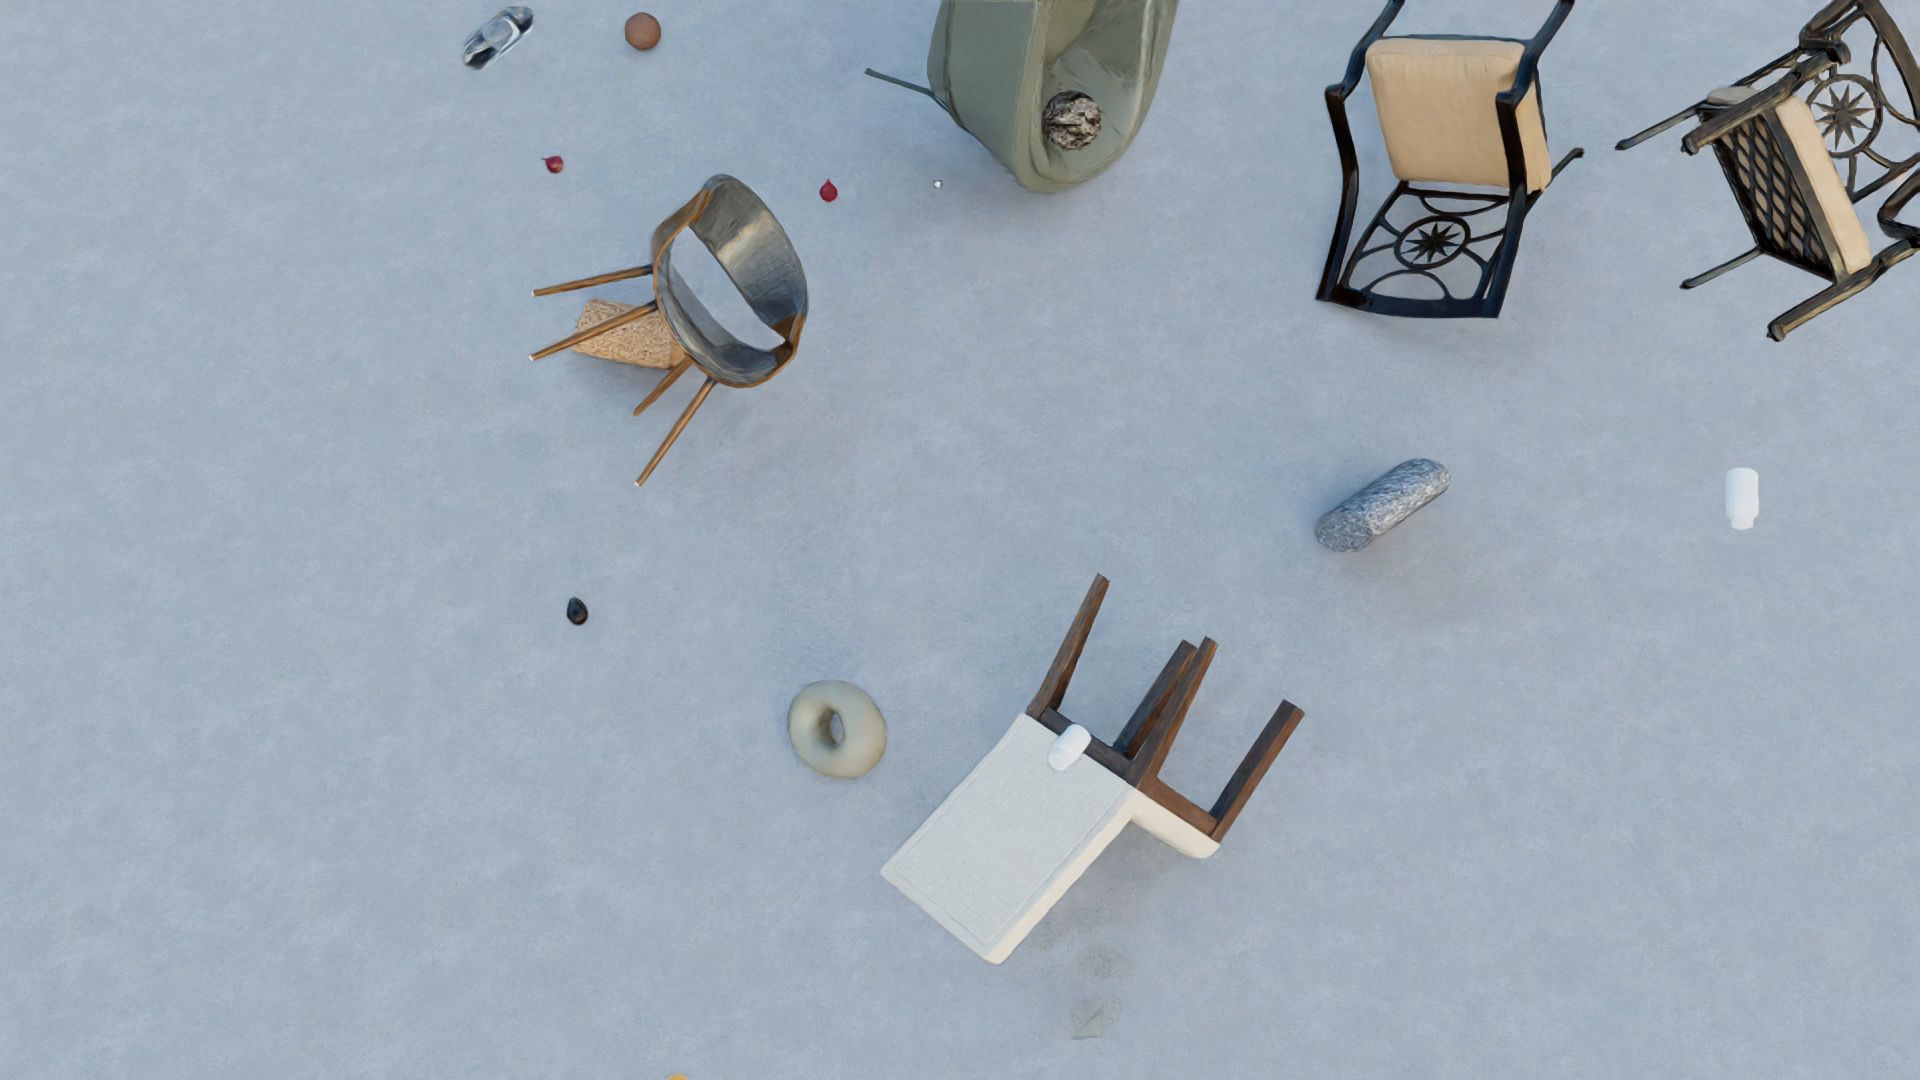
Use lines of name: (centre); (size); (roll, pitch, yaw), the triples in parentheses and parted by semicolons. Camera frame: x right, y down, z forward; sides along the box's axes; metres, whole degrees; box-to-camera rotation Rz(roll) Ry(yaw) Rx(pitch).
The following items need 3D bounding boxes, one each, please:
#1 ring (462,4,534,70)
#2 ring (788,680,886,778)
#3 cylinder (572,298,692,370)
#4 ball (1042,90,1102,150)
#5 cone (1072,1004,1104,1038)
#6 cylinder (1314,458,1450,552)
ring: (-1.592, -1.736, 7.588); (0.100, 0.272, 0.342); (48, 36, -12)
ring: (-0.340, 0.521, 6.063); (0.330, 0.133, 0.262); (24, 101, 40)
cylinder: (-1.029, -0.647, 6.917); (0.312, 0.141, 0.235); (11, 41, 7)
ball: (0.357, -1.339, 7.019); (0.189, 0.189, 0.189); (0, 56, 0)
cone: (0.347, 1.258, 5.668); (0.052, 0.070, 0.127); (43, 97, 12)
cylinder: (1.241, -0.101, 6.474); (0.314, 0.319, 0.133); (-32, 94, -20)
